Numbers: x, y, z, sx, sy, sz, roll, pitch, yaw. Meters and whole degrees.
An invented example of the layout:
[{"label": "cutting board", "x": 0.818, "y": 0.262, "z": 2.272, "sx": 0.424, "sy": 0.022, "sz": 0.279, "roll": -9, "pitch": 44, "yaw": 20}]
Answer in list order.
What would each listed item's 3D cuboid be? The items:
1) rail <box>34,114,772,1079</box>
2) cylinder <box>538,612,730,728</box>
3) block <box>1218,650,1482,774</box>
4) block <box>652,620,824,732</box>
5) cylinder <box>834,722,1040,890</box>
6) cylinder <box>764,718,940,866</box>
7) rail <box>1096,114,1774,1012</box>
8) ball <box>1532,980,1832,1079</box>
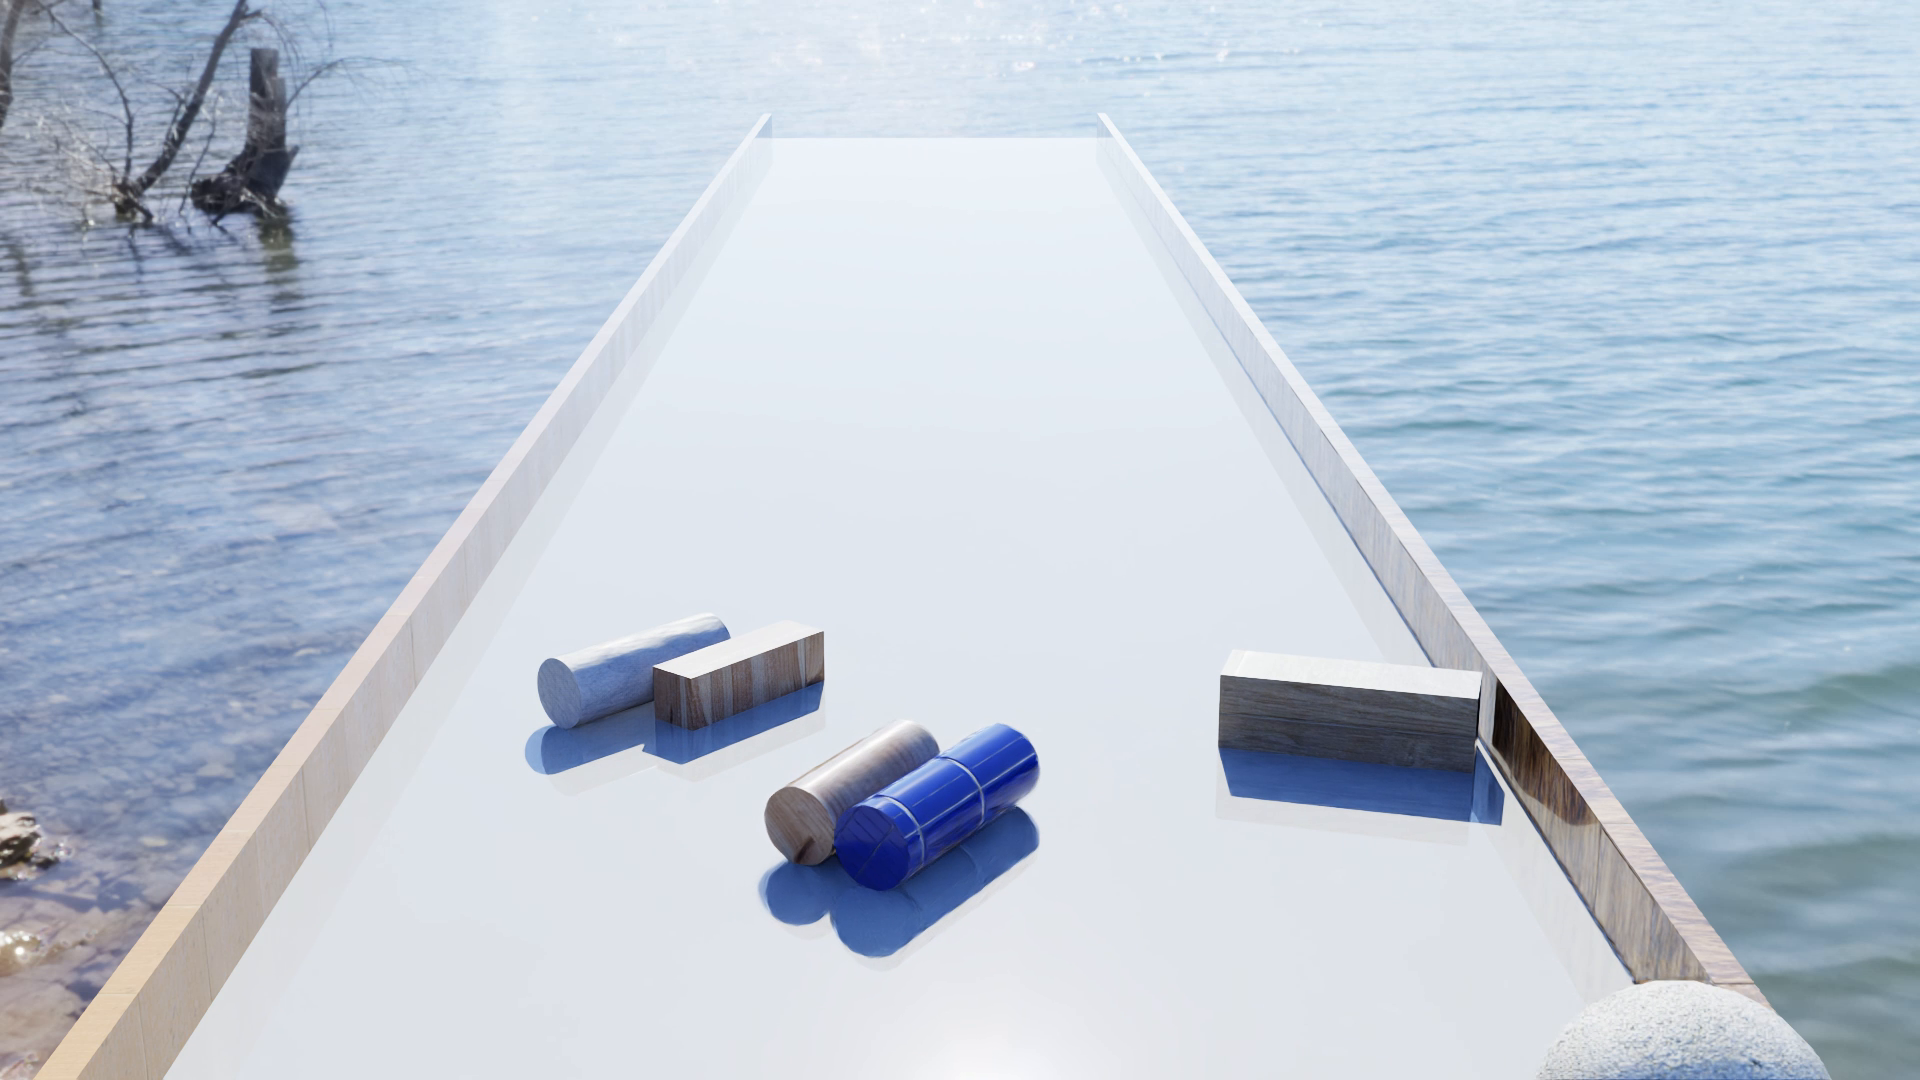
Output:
[{"label": "rail", "x": -1.118, "y": -0.838, "z": 7.780, "sx": 0.050, "sy": 0.150, "sz": 12.000, "roll": 0, "pitch": 17, "yaw": -1}, {"label": "cylinder", "x": -0.611, "y": 0.244, "z": 4.169, "sx": 0.135, "sy": 0.135, "sz": 0.366, "roll": 15, "pitch": 22, "yaw": 41}, {"label": "block", "x": 0.701, "y": 0.306, "z": 3.954, "sx": 0.450, "sy": 0.139, "sz": 0.139, "roll": 5, "pitch": 17, "yaw": 15}, {"label": "block", "x": -0.417, "y": 0.254, "z": 4.192, "sx": 0.103, "sy": 0.103, "sz": 0.353, "roll": 13, "pitch": 21, "yaw": 38}, {"label": "cylinder", "x": -0.031, "y": 0.425, "z": 3.554, "sx": 0.139, "sy": 0.139, "sz": 0.407, "roll": 10, "pitch": 19, "yaw": 30}, {"label": "cylinder", "x": -0.171, "y": 0.410, "z": 3.618, "sx": 0.132, "sy": 0.132, "sz": 0.342, "roll": 9, "pitch": 19, "yaw": 28}, {"label": "rail", "x": 0.932, "y": -0.844, "z": 7.801, "sx": 0.050, "sy": 0.150, "sz": 12.000, "roll": 0, "pitch": 17, "yaw": -1}, {"label": "ball", "x": 0.798, "y": 0.657, "z": 2.423, "sx": 0.339, "sy": 0.339, "sz": 0.339, "roll": 0, "pitch": 17, "yaw": 0}]
